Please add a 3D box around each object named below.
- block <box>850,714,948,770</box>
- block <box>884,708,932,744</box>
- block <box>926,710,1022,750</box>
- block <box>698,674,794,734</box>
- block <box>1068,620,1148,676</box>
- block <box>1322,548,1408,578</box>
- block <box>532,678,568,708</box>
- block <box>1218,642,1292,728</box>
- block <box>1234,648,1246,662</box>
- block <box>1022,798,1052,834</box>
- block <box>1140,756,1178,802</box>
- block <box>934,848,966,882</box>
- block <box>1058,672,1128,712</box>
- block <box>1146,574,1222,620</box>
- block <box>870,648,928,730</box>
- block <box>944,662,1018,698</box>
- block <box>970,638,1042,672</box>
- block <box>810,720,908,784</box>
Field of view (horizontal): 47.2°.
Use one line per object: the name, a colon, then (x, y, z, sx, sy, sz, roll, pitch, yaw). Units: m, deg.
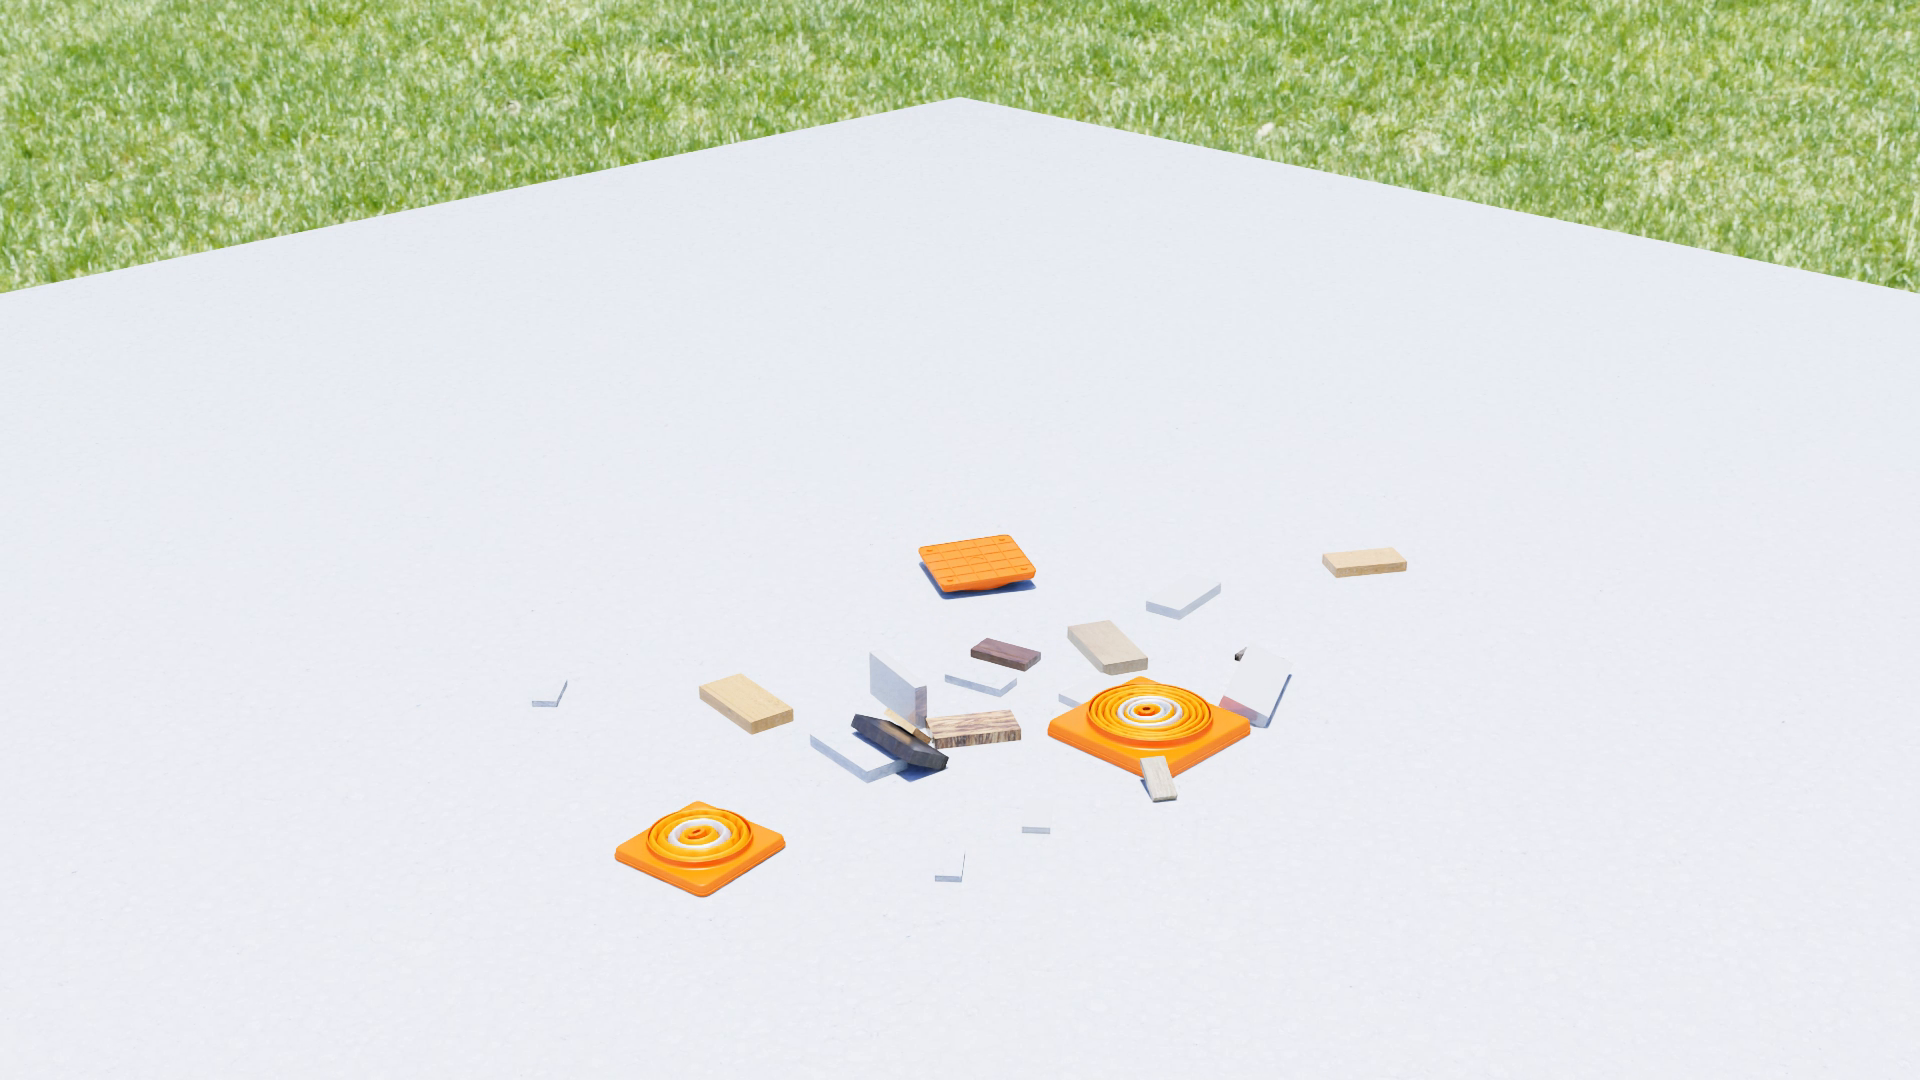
block: (-0.128, 0.427, 4.659, 0.104, 0.030, 0.209, 17, 7, -43)
block: (-0.113, 0.402, 4.749, 0.056, 0.016, 0.113, 39, -6, -40)
block: (0.029, 0.410, 4.760, 0.191, 0.027, 0.095, -5, 24, -12)
block: (-0.474, 0.362, 4.869, 0.109, 0.031, 0.219, -16, 28, -34)
block: (0.343, 0.251, 5.129, 0.109, 0.031, 0.219, -8, 24, -18)
block: (1.029, 0.057, 5.592, 0.191, 0.027, 0.095, -5, 24, -12)
block: (-0.920, 0.342, 4.934, 0.056, 0.016, 0.113, 1, 23, 3)
block: (0.663, 0.323, 4.915, 0.109, 0.031, 0.279, 26, 28, 8)
block: (0.693, 0.276, 5.091, 0.103, 0.015, 0.052, 16, 28, 34)
block: (0.156, 0.556, 4.430, 0.056, 0.016, 0.112, 2, 23, 4)
block: (0.409, 0.492, 4.532, 0.052, 0.015, 0.104, -5, 47, -12)
block: (-0.019, 0.629, 4.260, 0.052, 0.015, 0.103, 2, 23, 4)
block: (0.298, 0.341, 4.930, 0.148, 0.021, 0.074, -21, 31, -40)
block: (0.550, 0.139, 5.399, 0.095, 0.027, 0.201, 16, 28, 33)
block: (-0.137, 0.329, 4.851, 0.030, 0.104, 0.209, -13, 26, -28)
block: (0.047, 0.317, 4.988, 0.148, 0.021, 0.074, 14, 27, 29)
block: (0.106, 0.266, 5.107, 0.148, 0.021, 0.074, 14, 27, 29)
block: (-0.216, 0.448, 4.667, 0.104, 0.030, 0.209, -17, 28, -35)
